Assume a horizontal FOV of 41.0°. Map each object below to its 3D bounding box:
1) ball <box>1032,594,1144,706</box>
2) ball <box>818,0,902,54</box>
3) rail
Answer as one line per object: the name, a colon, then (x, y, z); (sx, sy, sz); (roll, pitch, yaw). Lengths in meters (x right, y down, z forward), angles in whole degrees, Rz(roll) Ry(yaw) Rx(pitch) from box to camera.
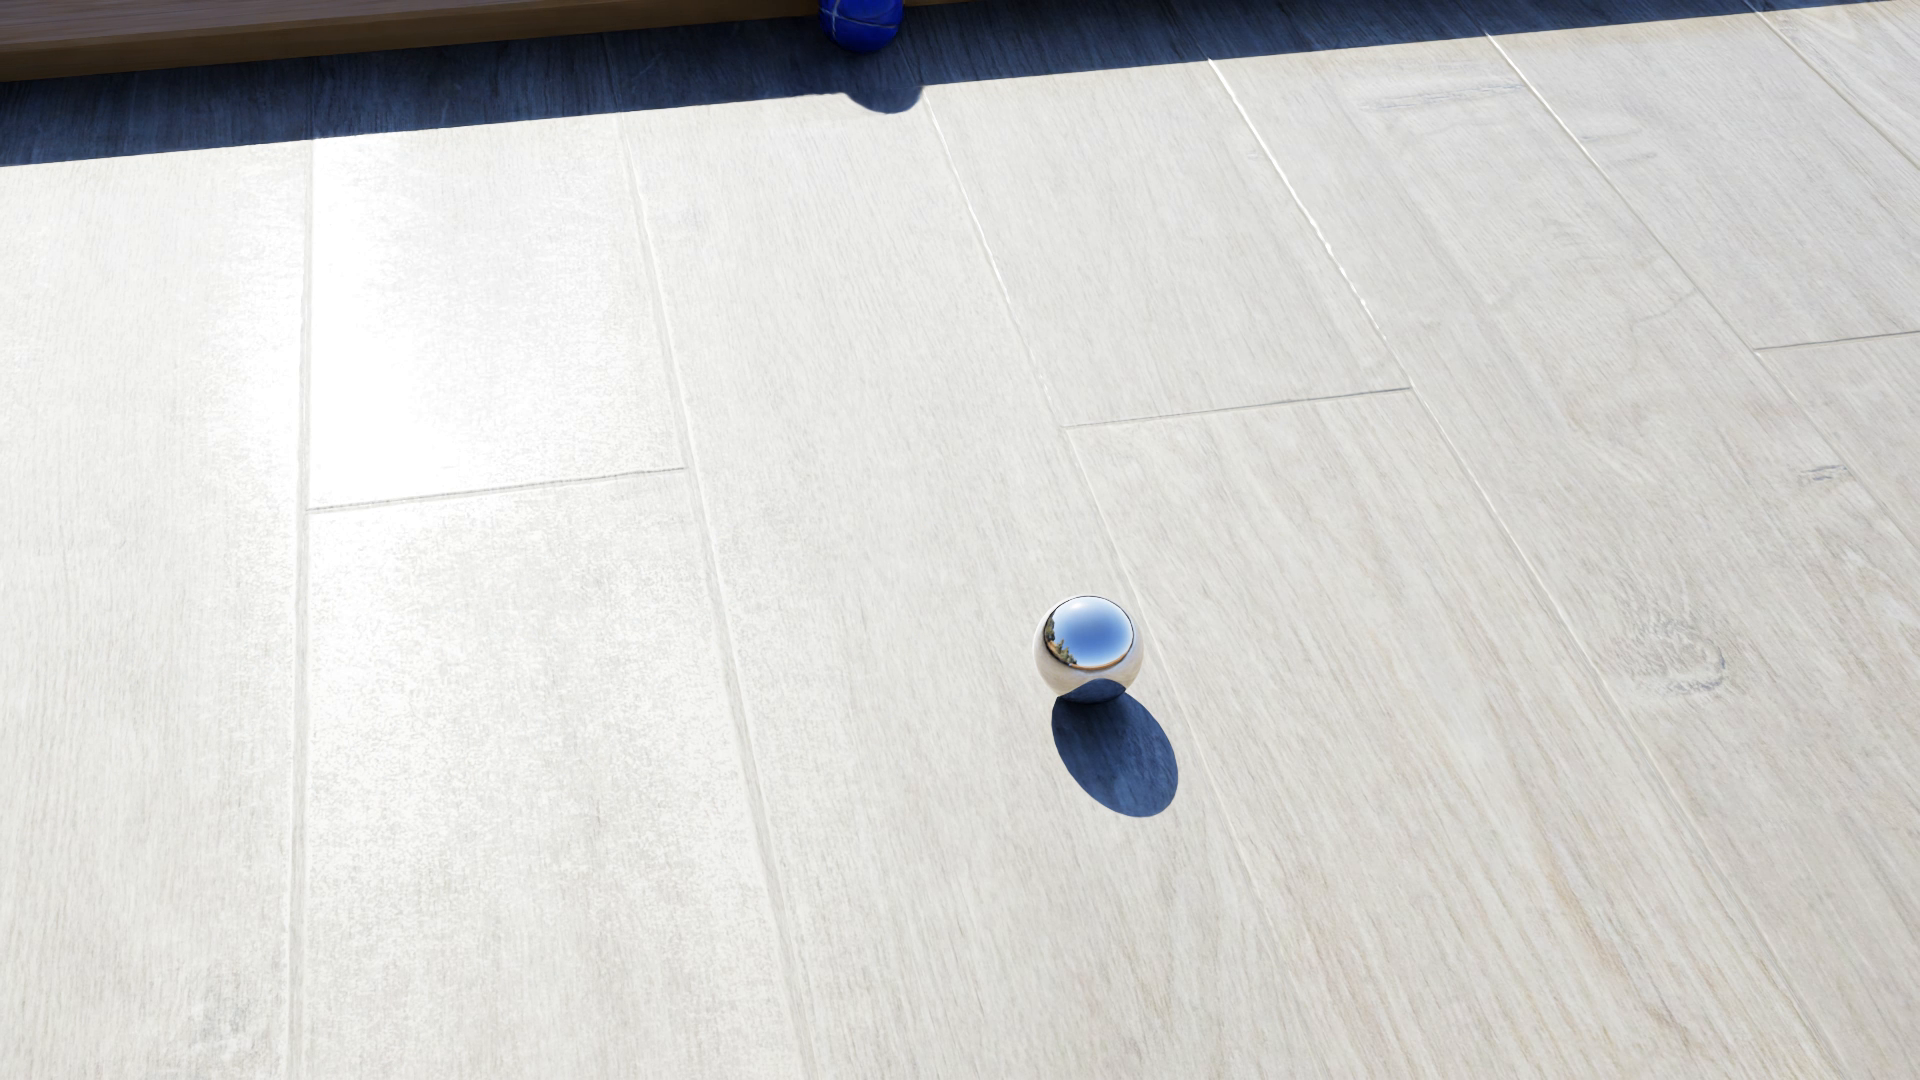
ball: (0.074, 0.063, 1.485); (0.065, 0.065, 0.065); (0, 36, 0)
ball: (-0.085, -0.450, 2.180); (0.072, 0.072, 0.072); (0, 36, 0)
rail: (0.610, -0.576, 2.330); (3.133, 0.097, 0.045); (-7, 37, -9)
